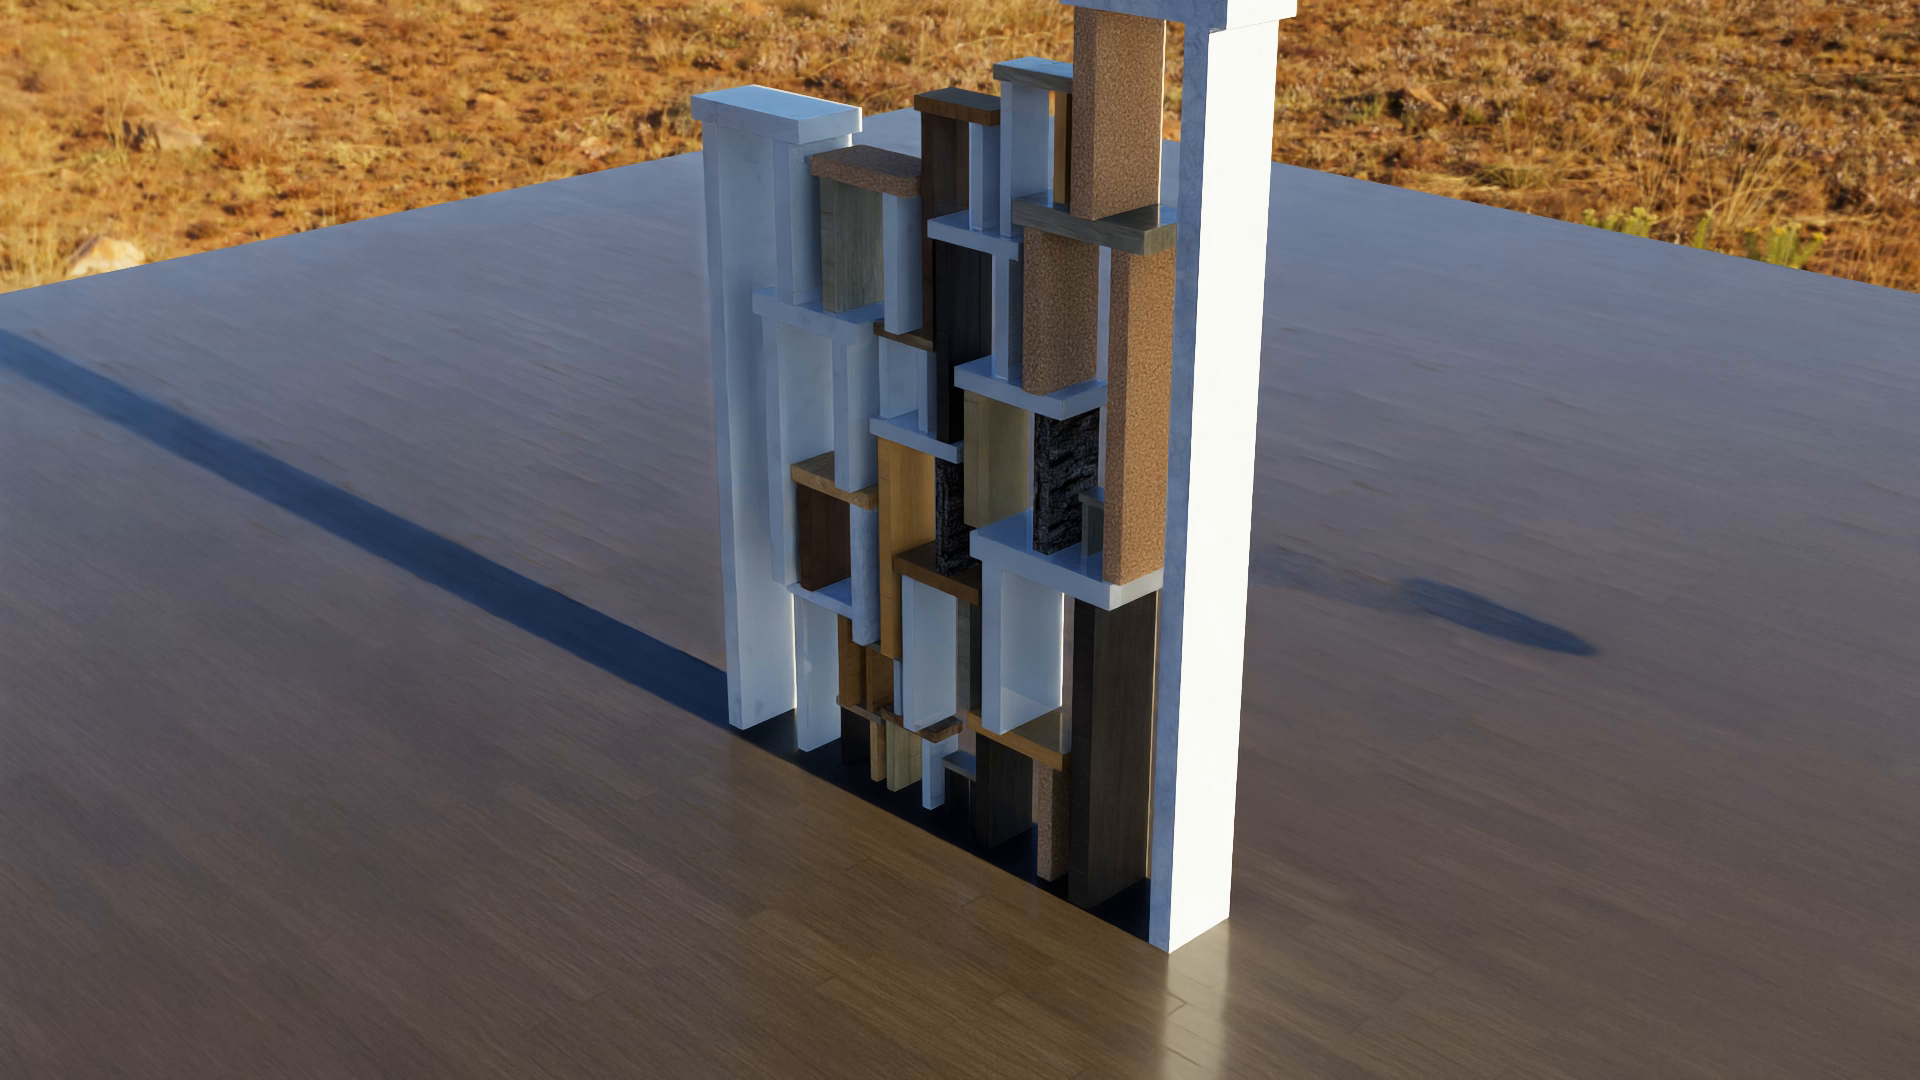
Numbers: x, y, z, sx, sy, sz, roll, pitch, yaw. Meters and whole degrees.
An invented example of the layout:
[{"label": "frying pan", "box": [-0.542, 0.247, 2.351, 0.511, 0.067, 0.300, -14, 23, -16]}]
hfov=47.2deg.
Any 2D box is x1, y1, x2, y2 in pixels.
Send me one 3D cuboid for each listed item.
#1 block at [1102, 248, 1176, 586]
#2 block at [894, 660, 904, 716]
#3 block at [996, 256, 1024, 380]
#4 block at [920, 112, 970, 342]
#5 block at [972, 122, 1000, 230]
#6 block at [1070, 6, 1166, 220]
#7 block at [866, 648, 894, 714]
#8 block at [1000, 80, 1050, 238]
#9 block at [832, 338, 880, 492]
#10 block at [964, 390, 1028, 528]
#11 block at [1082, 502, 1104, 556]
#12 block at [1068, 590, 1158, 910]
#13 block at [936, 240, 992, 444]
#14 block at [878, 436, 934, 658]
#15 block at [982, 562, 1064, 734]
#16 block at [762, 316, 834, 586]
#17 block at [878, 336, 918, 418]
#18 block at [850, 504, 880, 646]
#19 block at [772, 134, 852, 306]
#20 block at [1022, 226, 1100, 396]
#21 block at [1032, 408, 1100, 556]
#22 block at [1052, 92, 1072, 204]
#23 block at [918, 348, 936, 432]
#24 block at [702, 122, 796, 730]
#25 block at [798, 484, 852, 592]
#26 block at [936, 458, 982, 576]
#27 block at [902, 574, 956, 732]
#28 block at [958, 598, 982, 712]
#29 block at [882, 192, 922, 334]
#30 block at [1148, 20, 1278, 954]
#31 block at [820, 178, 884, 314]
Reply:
[{"label": "block", "box": [0.317, -0.221, 3.779, 0.042, 0.598, 0.148, 21, 31, 41]}, {"label": "block", "box": [-0.106, 0.290, 4.458, 0.061, 0.122, 0.017, -21, 31, -41]}, {"label": "block", "box": [0.114, -0.407, 3.925, 0.032, 0.225, 0.113, 21, 31, 41]}, {"label": "block", "box": [-0.026, -0.577, 4.012, 0.027, 0.422, 0.095, 21, 31, 41]}, {"label": "block", "box": [0.063, -0.649, 3.884, 0.027, 0.189, 0.095, 21, 31, 40]}, {"label": "block", "box": [0.261, -0.715, 3.631, 0.049, 0.344, 0.172, 21, 31, 41]}, {"label": "block", "box": [-0.164, 0.279, 4.516, 0.017, 0.147, 0.061, 21, 31, 41]}, {"label": "block", "box": [0.112, -0.668, 3.825, 0.027, 0.270, 0.094, 21, 31, 40]}, {"label": "block", "box": [-0.176, -0.260, 4.302, 0.153, 0.307, 0.043, -21, 31, -41]}, {"label": "block", "box": [0.067, -0.166, 4.077, 0.037, 0.264, 0.132, 21, 31, 41]}, {"label": "block", "box": [0.241, -0.026, 3.955, 0.014, 0.102, 0.051, 21, 31, 41]}, {"label": "block", "box": [0.282, 0.375, 4.072, 0.049, 0.629, 0.172, 21, 31, 41]}, {"label": "block", "box": [0.008, -0.375, 4.054, 0.032, 0.385, 0.112, 21, 31, 41]}, {"label": "block", "box": [-0.104, 0.002, 4.340, 0.034, 0.465, 0.118, 21, 31, 41]}, {"label": "block", "box": [0.119, 0.180, 4.166, 0.049, 0.345, 0.172, 21, 31, 41]}, {"label": "block", "box": [-0.321, -0.195, 4.487, 0.043, 0.571, 0.153, 21, 31, 41]}, {"label": "block", "box": [-0.117, -0.320, 4.213, 0.023, 0.161, 0.081, 21, 31, 41]}, {"label": "block", "box": [-0.165, 0.055, 4.424, 0.033, 0.302, 0.116, 21, 31, 41]}, {"label": "block", "box": [-0.282, -0.628, 4.257, 0.045, 0.319, 0.160, 21, 31, 41]}, {"label": "block", "box": [0.177, -0.414, 3.849, 0.042, 0.297, 0.148, 21, 31, 41]}, {"label": "block", "box": [0.191, -0.117, 3.963, 0.037, 0.264, 0.132, 21, 31, 41]}, {"label": "block", "box": [0.201, -0.672, 3.728, 0.027, 0.188, 0.094, 21, 31, 41]}, {"label": "block", "box": [-0.041, -0.291, 4.143, 0.081, 0.161, 0.023, -21, 31, -41]}, {"label": "block", "box": [-0.432, -0.224, 4.592, 0.045, 1.325, 0.160, 21, 31, 41]}, {"label": "block", "box": [-0.274, -0.020, 4.510, 0.033, 0.231, 0.116, 21, 31, 41]}, {"label": "block", "box": [0.007, -0.059, 4.193, 0.034, 0.237, 0.118, 21, 31, 41]}, {"label": "block", "box": [-0.061, 0.210, 4.375, 0.033, 0.335, 0.116, 21, 31, 41]}, {"label": "block", "box": [0.048, 0.205, 4.254, 0.116, 0.231, 0.033, -21, 31, -41]}, {"label": "block", "box": [-0.082, -0.526, 4.095, 0.130, 0.263, 0.037, -21, 31, -41]}, {"label": "block", "box": [0.423, -0.045, 3.739, 0.049, 1.662, 0.172, 21, 31, 41]}, {"label": "block", "box": [-0.205, -0.575, 4.207, 0.130, 0.260, 0.037, -21, 31, -41]}]
